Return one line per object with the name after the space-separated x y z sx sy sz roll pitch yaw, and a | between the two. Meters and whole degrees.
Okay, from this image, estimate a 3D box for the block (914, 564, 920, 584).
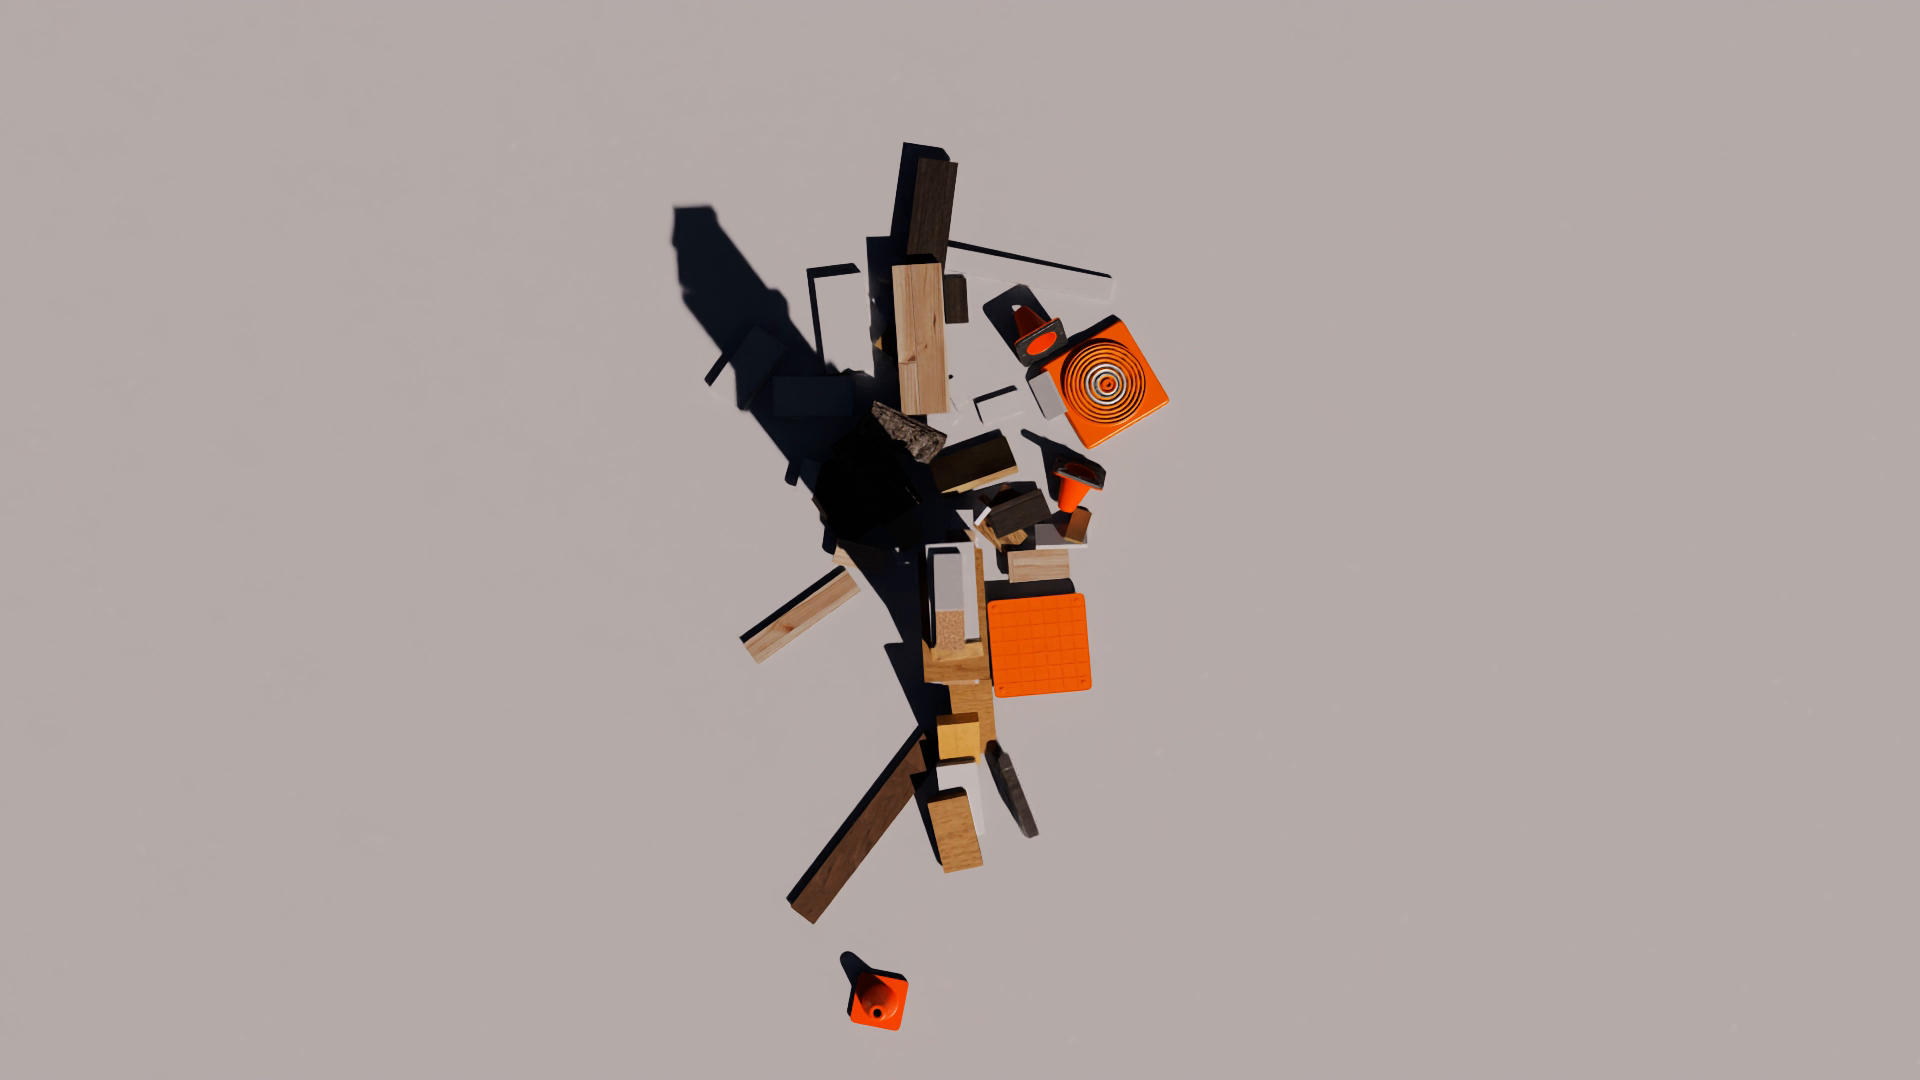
-0.035 0.095 4.832 0.180 0.475 0.051 -3 89 0 | block

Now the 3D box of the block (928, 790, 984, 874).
-0.015 0.964 5.438 0.131 0.037 0.263 -12 107 2 | block

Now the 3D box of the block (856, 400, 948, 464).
-0.192 -0.351 5.400 0.269 0.135 0.038 24 52 -16 | block

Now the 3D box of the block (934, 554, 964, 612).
-0.029 0.109 4.233 0.073 0.021 0.146 -2 78 0 | block

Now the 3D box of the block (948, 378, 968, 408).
-0.017 -0.492 5.494 0.045 0.013 0.091 -31 90 0 | block

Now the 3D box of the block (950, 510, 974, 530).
0.007 -0.023 5.342 0.074 0.021 0.148 -1 90 0 | block

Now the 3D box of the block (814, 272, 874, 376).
-0.383 -0.717 5.477 0.160 0.045 0.320 -7 90 0 | block

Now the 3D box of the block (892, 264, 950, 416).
-0.126 -0.653 5.389 0.160 0.045 0.488 -4 89 -2 | block

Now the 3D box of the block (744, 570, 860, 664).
-0.525 0.257 5.488 0.422 0.024 0.085 -36 90 0 | block

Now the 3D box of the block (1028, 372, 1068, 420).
0.292 -0.477 5.470 0.074 0.021 0.149 -26 90 34 | block

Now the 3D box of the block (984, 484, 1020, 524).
0.135 -0.111 5.463 0.071 0.020 0.141 36 71 -2 | block

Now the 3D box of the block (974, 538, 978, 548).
0.011 0.001 5.214 0.093 0.235 0.026 11 90 0 | block

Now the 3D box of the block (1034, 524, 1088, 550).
0.335 -0.013 5.467 0.170 0.024 0.085 -2 57 0 | block

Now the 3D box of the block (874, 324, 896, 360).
-0.183 -0.627 5.462 0.180 0.025 0.090 36 90 0 | block

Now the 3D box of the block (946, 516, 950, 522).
-0.005 -0.059 5.426 0.074 0.148 0.021 18 90 0 | block

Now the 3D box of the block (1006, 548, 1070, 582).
0.259 0.082 5.469 0.204 0.029 0.102 -5 91 -9 | block

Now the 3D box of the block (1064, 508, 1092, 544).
0.391 -0.046 5.459 0.061 0.017 0.122 17 59 5 | block

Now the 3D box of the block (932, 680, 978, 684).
-0.014 0.287 4.973 0.144 0.041 0.287 0 90 0 | block

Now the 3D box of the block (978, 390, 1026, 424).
0.136 -0.443 5.490 0.146 0.021 0.073 -19 90 0 | block

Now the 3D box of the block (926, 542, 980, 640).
-0.019 0.133 4.276 0.125 0.035 0.249 -3 90 0 | block

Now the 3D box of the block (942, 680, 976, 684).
-0.004 0.391 4.856 0.098 0.195 0.028 -1 73 0 | block

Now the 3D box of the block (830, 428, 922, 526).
-0.277 -0.221 5.447 0.160 0.045 0.320 -33 79 0 | block

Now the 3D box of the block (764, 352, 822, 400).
-0.557 -0.527 5.487 0.094 0.027 0.187 44 90 0 | block

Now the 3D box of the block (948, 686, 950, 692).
0.023 0.549 5.486 0.098 0.028 0.195 -13 90 0 | block

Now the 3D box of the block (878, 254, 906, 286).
-0.171 -0.872 5.474 0.180 0.026 0.090 24 75 -1 | block

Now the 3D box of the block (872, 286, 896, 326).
-0.181 -0.701 5.487 0.090 0.025 0.284 -31 90 0 | block

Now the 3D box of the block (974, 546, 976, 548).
0.004 0.038 4.925 0.094 0.291 0.027 -9 91 0 | block

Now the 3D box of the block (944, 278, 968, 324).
-0.012 -0.795 5.489 0.074 0.021 0.149 -3 90 0 | block

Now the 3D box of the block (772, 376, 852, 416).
-0.489 -0.476 5.461 0.261 0.037 0.131 -1 96 -6 | block

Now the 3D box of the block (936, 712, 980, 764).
-0.004 0.650 5.357 0.133 0.266 0.038 -5 53 -2 | block

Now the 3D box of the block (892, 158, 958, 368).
-0.114 -0.907 5.435 0.131 0.037 0.690 7 89 -2 | block

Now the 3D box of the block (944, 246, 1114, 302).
0.176 -0.892 5.476 0.670 0.021 0.074 11 89 -2 | block

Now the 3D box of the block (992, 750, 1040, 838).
0.184 0.836 5.433 0.037 0.131 0.282 -21 90 -6 | block

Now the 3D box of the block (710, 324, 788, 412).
-0.701 -0.572 5.482 0.131 0.037 0.261 35 90 0 | block

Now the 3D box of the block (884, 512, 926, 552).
-0.206 -0.062 5.487 0.094 0.027 0.187 -36 90 0 | block

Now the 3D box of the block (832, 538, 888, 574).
-0.331 0.053 5.464 0.170 0.024 0.085 14 100 -12 | block

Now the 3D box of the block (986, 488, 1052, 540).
0.194 -0.088 5.449 0.204 0.029 0.102 -23 90 -22 | block

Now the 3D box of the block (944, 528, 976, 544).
-0.004 0.060 5.084 0.093 0.026 0.185 4 90 0 | block

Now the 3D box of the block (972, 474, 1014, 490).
0.110 -0.192 5.465 0.141 0.071 0.020 -16 90 0 | block

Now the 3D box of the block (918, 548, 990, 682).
-0.018 0.208 4.569 0.180 0.051 0.359 -3 90 0 | block

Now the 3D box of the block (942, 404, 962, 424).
-0.040 -0.432 5.494 0.045 0.013 0.091 -43 90 0 | block

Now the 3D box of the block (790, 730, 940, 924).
-0.299 0.954 5.486 0.098 0.028 0.741 37 90 0 | block

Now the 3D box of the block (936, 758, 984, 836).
0.002 0.853 5.443 0.131 0.037 0.263 -7 108 0 | block

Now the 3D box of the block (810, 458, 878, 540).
-0.404 -0.123 5.481 0.135 0.038 0.269 -34 90 0 | block

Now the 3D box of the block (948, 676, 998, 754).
0.043 0.559 5.308 0.133 0.453 0.038 -6 53 0 | block

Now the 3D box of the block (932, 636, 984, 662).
-0.007 0.289 4.409 0.133 0.266 0.038 -7 91 0 | block

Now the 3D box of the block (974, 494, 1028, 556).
0.117 -0.049 5.486 0.204 0.029 0.102 44 90 0 | block

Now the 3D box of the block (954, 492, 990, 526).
0.042 -0.104 5.437 0.071 0.141 0.020 -51 126 0 | block

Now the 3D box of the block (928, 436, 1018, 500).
0.045 -0.240 5.445 0.269 0.038 0.135 -20 54 0 | block

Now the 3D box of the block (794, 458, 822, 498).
-0.503 -0.203 5.453 0.061 0.017 0.122 15 90 0 | block

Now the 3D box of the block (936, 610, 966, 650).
-0.025 0.211 4.248 0.073 0.021 0.146 -1 90 0 | block
